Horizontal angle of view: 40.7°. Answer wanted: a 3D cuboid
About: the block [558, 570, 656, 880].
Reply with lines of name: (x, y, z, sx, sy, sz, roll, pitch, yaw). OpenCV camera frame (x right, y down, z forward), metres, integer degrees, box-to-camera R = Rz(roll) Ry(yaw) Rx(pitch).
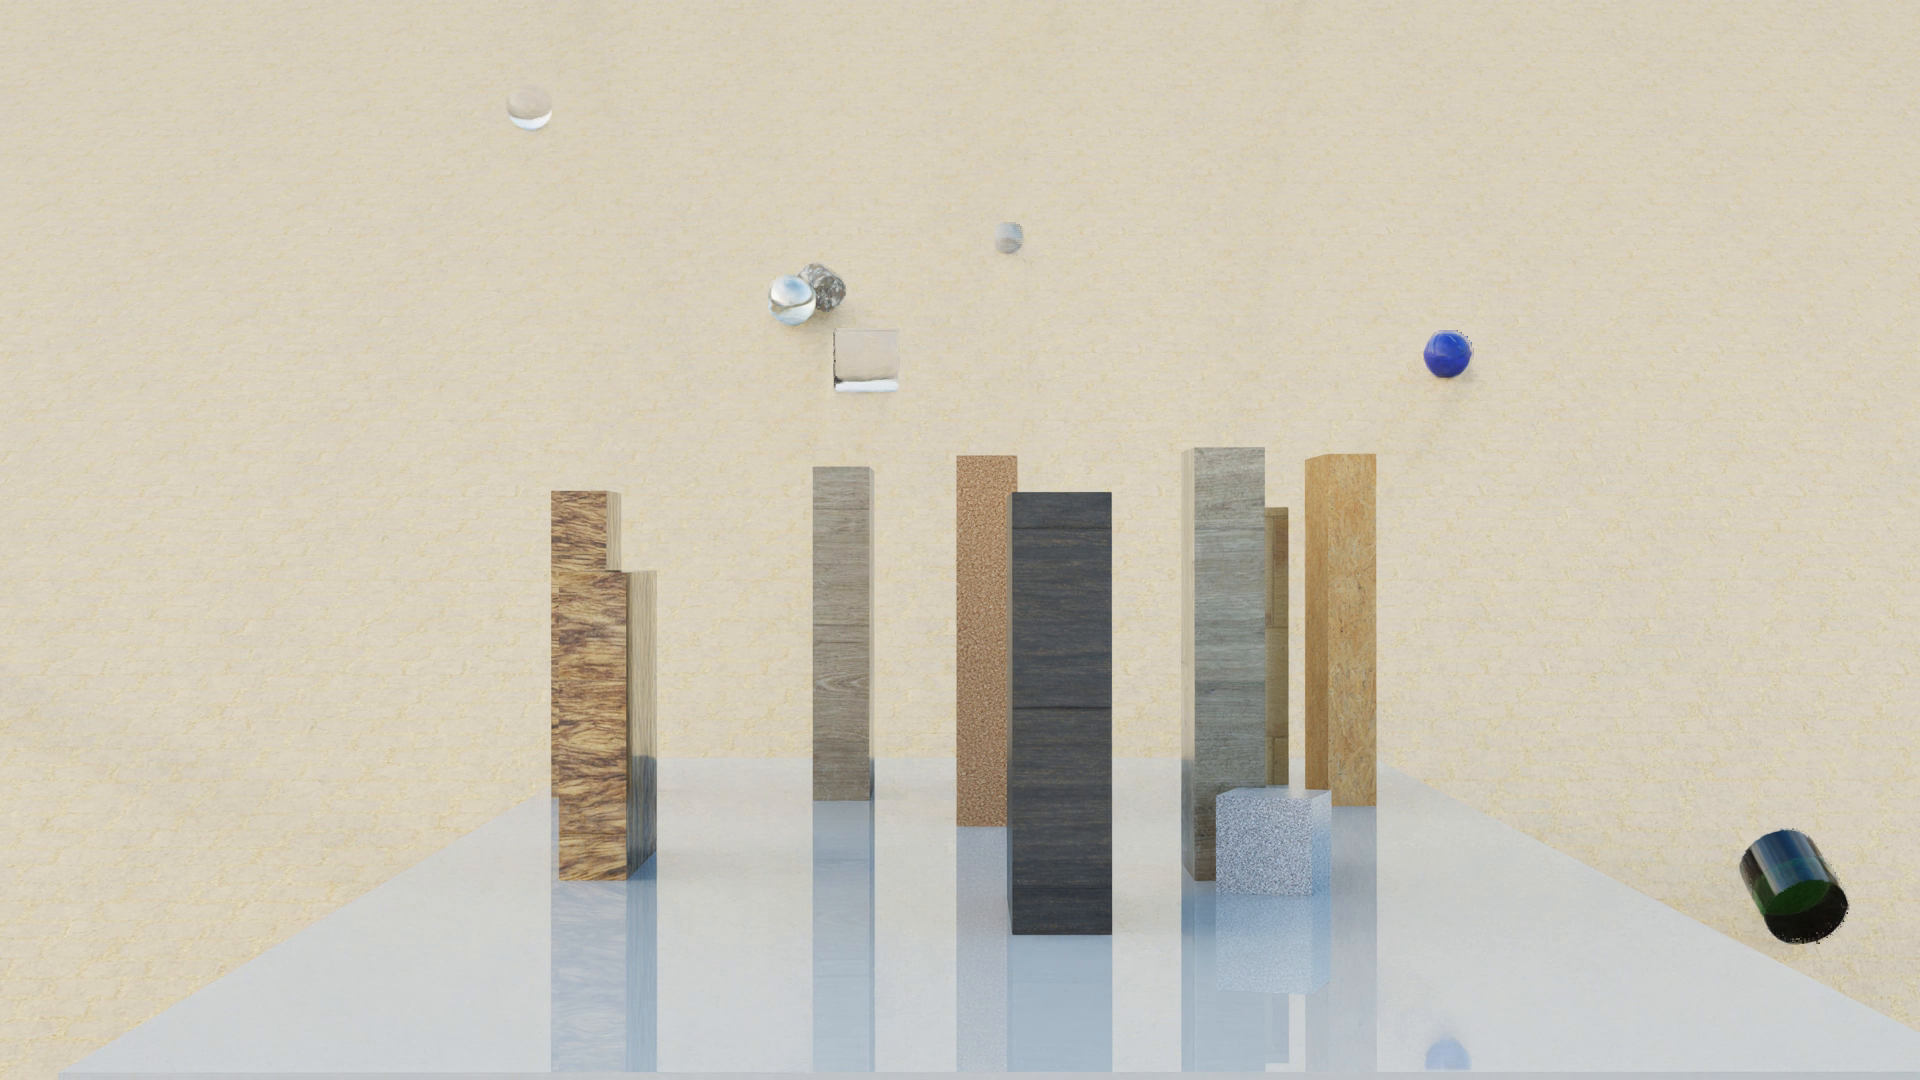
block: (-0.598, 0.304, 4.426, 0.110, 0.502, 0.430, 0, 0, 0)

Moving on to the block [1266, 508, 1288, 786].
block: (0.687, 0.243, 6.061, 0.126, 0.634, 0.309, 0, 0, 0)

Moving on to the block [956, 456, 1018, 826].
block: (0.052, 0.197, 5.243, 0.119, 0.721, 0.427, 0, 0, 0)

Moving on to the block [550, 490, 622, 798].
block: (-0.826, 0.226, 5.731, 0.120, 0.666, 0.248, 0, 0, 0)

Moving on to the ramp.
ramp: (0.068, 0.605, 4.671, 2.000, 0.100, 4.000, 0, 0, 0)

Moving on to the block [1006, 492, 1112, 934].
block: (0.143, 0.243, 3.818, 0.140, 0.619, 0.399, 0, 0, 0)

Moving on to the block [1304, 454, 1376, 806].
block: (0.823, 0.189, 5.608, 0.102, 0.739, 0.360, 0, 0, 0)

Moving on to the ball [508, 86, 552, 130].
ball: (-1.768, -1.776, 10.633, 0.181, 0.181, 0.181, 0, 30, 0)

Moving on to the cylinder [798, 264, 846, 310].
cylinder: (-0.495, -0.898, 9.192, 0.130, 0.130, 0.130, -16, 34, -25)

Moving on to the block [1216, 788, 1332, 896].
block: (0.499, 0.477, 4.109, 0.152, 0.152, 0.152, 0, 0, 20)

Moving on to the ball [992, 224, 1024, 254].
ball: (0.177, -1.114, 9.576, 0.113, 0.113, 0.113, 0, 30, 0)

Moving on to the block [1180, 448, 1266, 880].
block: (0.438, 0.202, 4.332, 0.115, 0.705, 0.251, 0, 0, 0)

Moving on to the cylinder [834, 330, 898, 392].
cylinder: (-0.311, -0.595, 8.602, 0.207, 0.207, 0.207, 0, 30, 0)

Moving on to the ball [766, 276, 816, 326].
ball: (-0.589, -0.836, 9.045, 0.172, 0.172, 0.172, 0, 30, 0)

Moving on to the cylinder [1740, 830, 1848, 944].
cylinder: (1.993, 0.830, 6.194, 0.193, 0.193, 0.193, -2, 31, -3)

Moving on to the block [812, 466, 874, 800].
block: (-0.255, 0.201, 5.718, 0.122, 0.715, 0.349, 0, 0, 0)

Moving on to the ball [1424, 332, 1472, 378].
ball: (1.637, -0.622, 8.696, 0.157, 0.157, 0.157, 0, 30, 0)
